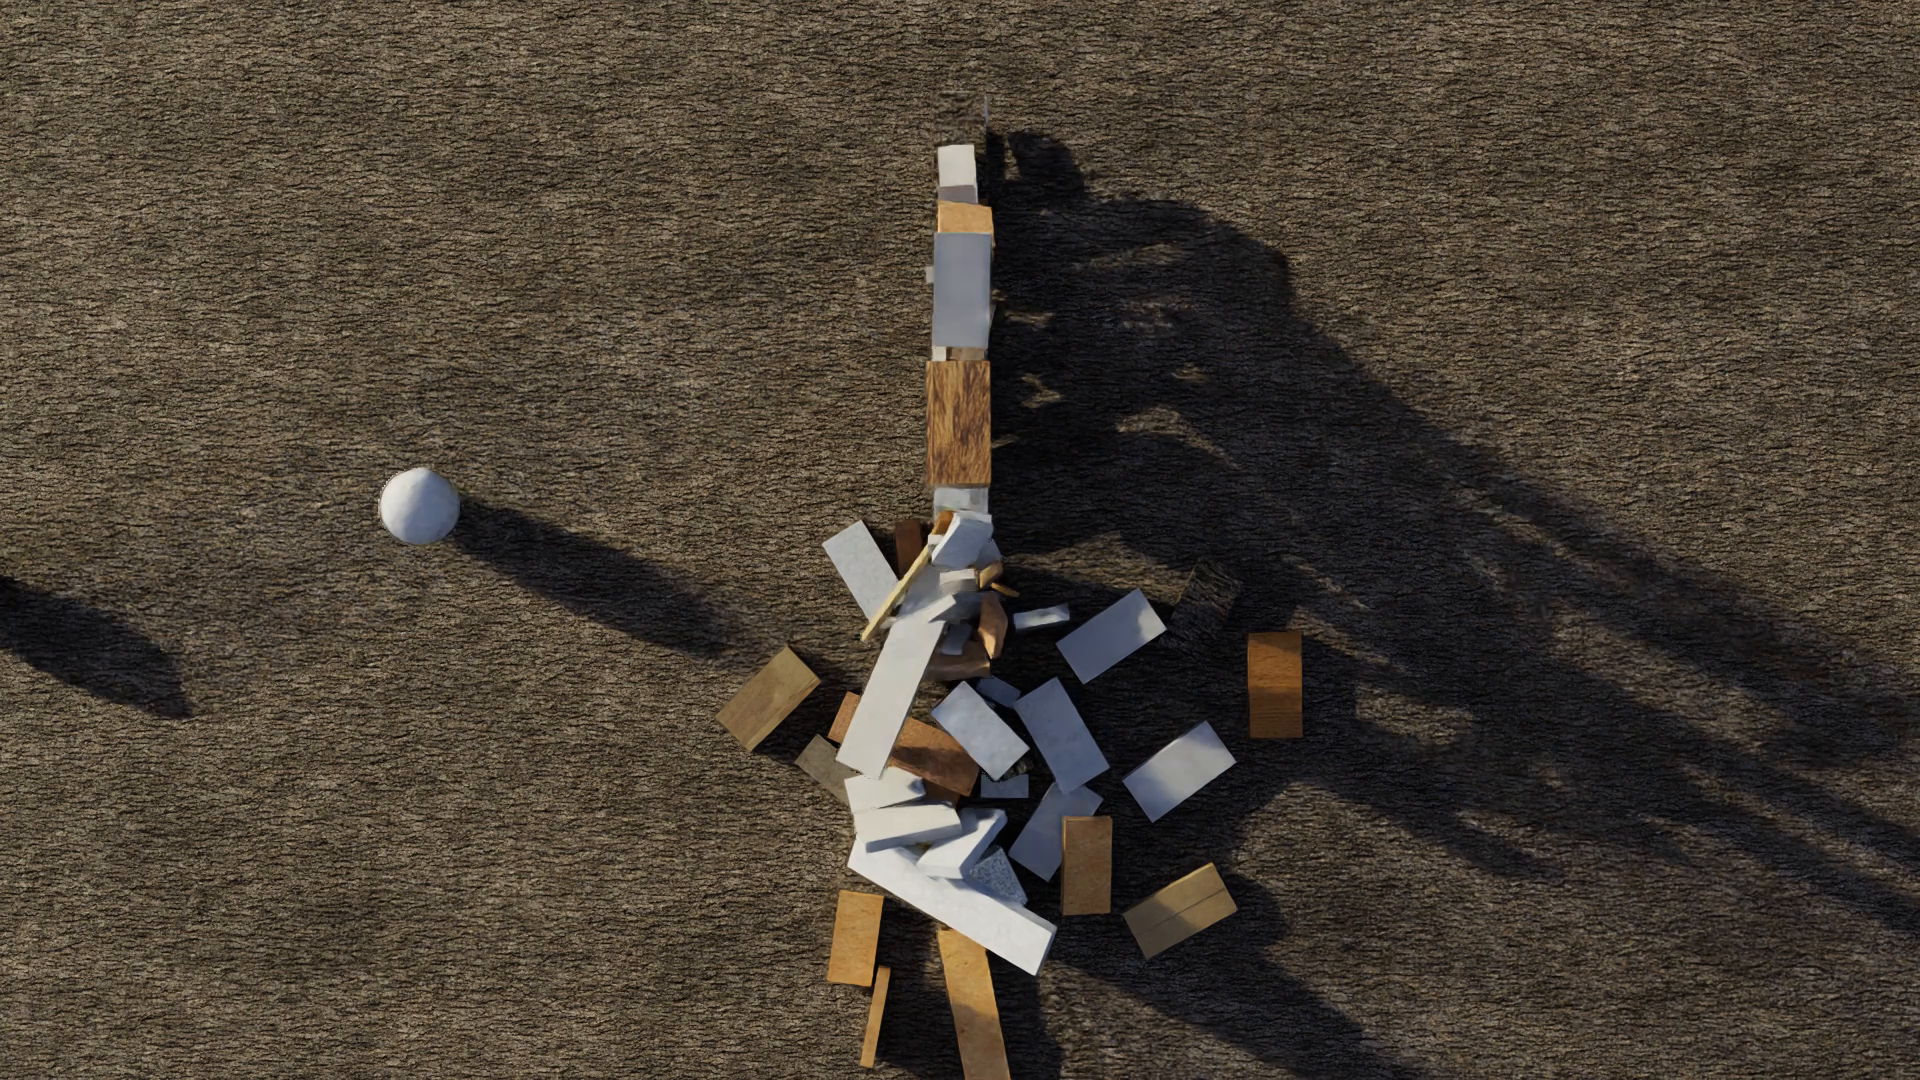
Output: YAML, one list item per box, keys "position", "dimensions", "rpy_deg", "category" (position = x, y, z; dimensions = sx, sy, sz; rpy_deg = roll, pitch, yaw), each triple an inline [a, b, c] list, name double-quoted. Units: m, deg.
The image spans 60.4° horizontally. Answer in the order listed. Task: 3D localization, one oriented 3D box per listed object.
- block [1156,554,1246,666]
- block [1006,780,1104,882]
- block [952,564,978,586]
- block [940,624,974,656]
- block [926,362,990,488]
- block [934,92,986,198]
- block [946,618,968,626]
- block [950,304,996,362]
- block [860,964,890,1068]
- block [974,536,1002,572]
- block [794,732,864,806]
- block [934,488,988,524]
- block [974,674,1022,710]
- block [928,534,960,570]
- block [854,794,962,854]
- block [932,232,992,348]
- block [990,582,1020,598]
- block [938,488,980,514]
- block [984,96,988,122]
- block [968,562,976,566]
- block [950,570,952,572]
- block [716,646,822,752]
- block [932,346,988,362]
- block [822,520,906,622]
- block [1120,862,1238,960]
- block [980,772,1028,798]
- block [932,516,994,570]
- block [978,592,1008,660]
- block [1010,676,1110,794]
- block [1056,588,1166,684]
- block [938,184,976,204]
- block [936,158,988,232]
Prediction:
- position: [0.801, 0.231, 5.477]
  dimensions: [0.166, 0.047, 0.331]
  rpy_deg: [27, 90, 0]
  category: "block"
- position: [0.314, 0.948, 5.477]
  dimensions: [0.166, 0.047, 0.331]
  rpy_deg: [34, 90, 0]
  category: "block"
- position: [0.015, 0.119, 5.431]
  dimensions: [0.082, 0.023, 0.164]
  rpy_deg: [2, 72, -2]
  category: "block"
- position: [-0.009, 0.323, 5.399]
  dimensions: [0.070, 0.140, 0.020]
  rpy_deg: [4, 126, 19]
  category: "block"
- position: [-0.004, -0.318, 4.536]
  dimensions: [0.175, 0.050, 0.350]
  rpy_deg: [0, 76, 0]
  category: "block"
- position: [-0.001, -1.258, 5.263]
  dimensions: [0.163, 0.046, 0.327]
  rpy_deg: [-1, 89, 1]
  category: "block"
- position: [-0.018, 0.263, 5.424]
  dimensions: [0.070, 0.140, 0.020]
  rpy_deg: [5, 92, 11]
  category: "block"
- position: [0.040, -0.633, 5.035]
  dimensions: [0.095, 0.027, 0.191]
  rpy_deg: [14, 89, 0]
  category: "block"
- position: [-0.277, 1.565, 5.426]
  dimensions: [0.042, 0.147, 0.294]
  rpy_deg: [11, 90, 0]
  category: "block"
- position: [0.076, 0.032, 5.354]
  dimensions: [0.086, 0.172, 0.024]
  rpy_deg: [-29, 55, -2]
  category: "block"
- position: [-0.415, 0.766, 5.482]
  dimensions: [0.247, 0.035, 0.124]
  rpy_deg: [39, 90, 0]
  category: "block"
- position: [0.002, -0.228, 5.421]
  dimensions: [0.180, 0.051, 0.359]
  rpy_deg: [0, 107, 0]
  category: "block"
- position: [0.127, 0.500, 5.490]
  dimensions: [0.140, 0.020, 0.070]
  rpy_deg: [29, 90, 0]
  category: "block"
- position: [-0.039, 0.040, 5.170]
  dimensions: [0.104, 0.209, 0.030]
  rpy_deg: [-2, 66, 4]
  category: "block"
- position: [-0.170, 0.920, 5.349]
  dimensions: [0.318, 0.159, 0.045]
  rpy_deg: [-9, 119, -14]
  category: "block"
- position: [0.005, -0.721, 4.762]
  dimensions: [0.162, 0.046, 0.325]
  rpy_deg: [1, 101, 0]
  category: "block"
- position: [0.137, 0.157, 5.434]
  dimensions: [0.060, 0.121, 0.017]
  rpy_deg: [17, 95, -39]
  category: "block"
- position: [-0.003, -0.194, 5.044]
  dimensions: [0.129, 0.037, 0.258]
  rpy_deg: [0, 98, 0]
  category: "block"
- position: [0.005, -1.210, 5.395]
  dimensions: [0.163, 0.046, 0.465]
  rpy_deg: [0, 110, 1]
  category: "block"
- position: [0.033, 0.018, 5.363]
  dimensions: [0.086, 0.172, 0.024]
  rpy_deg: [-11, 52, -7]
  category: "block"
- position: [0.002, 0.169, 5.465]
  dimensions: [0.082, 0.023, 0.164]
  rpy_deg: [8, 90, 0]
  category: "block"
- position: [-0.633, 0.525, 5.476]
  dimensions: [0.332, 0.047, 0.166]
  rpy_deg: [-44, 90, 0]
  category: "block"
- position: [0.000, -0.456, 5.319]
  dimensions: [0.180, 0.051, 0.359]
  rpy_deg: [0, 89, 0]
  category: "block"
- position: [-0.312, 0.103, 5.478]
  dimensions: [0.153, 0.043, 0.307]
  rpy_deg: [-32, 90, 0]
  category: "block"
- position: [0.728, 1.230, 5.476]
  dimensions: [0.344, 0.049, 0.172]
  rpy_deg: [-28, 90, 0]
  category: "block"
- position: [0.149, 0.817, 5.489]
  dimensions: [0.158, 0.022, 0.079]
  rpy_deg: [0, 90, 0]
  category: "block"
- position: [0.006, 0.011, 4.985]
  dimensions: [0.109, 0.218, 0.031]
  rpy_deg: [15, 53, -18]
  category: "block"
- position: [0.105, 0.277, 5.274]
  dimensions: [0.031, 0.221, 0.111]
  rpy_deg: [-17, 58, -18]
  category: "block"
- position: [0.330, 0.644, 5.438]
  dimensions: [0.173, 0.049, 0.347]
  rpy_deg: [-30, 88, -7]
  category: "block"
- position: [0.499, 0.317, 5.453]
  dimensions: [0.331, 0.047, 0.166]
  rpy_deg: [-34, 90, 8]
  category: "block"
- position: [-0.004, -0.978, 5.092]
  dimensions: [0.114, 0.032, 0.229]
  rpy_deg: [-5, 103, -2]
  category: "block"
- position: [0.006, -1.078, 5.380]
  dimensions: [0.163, 0.046, 0.327]
  rpy_deg: [1, 117, 0]
  category: "block"
